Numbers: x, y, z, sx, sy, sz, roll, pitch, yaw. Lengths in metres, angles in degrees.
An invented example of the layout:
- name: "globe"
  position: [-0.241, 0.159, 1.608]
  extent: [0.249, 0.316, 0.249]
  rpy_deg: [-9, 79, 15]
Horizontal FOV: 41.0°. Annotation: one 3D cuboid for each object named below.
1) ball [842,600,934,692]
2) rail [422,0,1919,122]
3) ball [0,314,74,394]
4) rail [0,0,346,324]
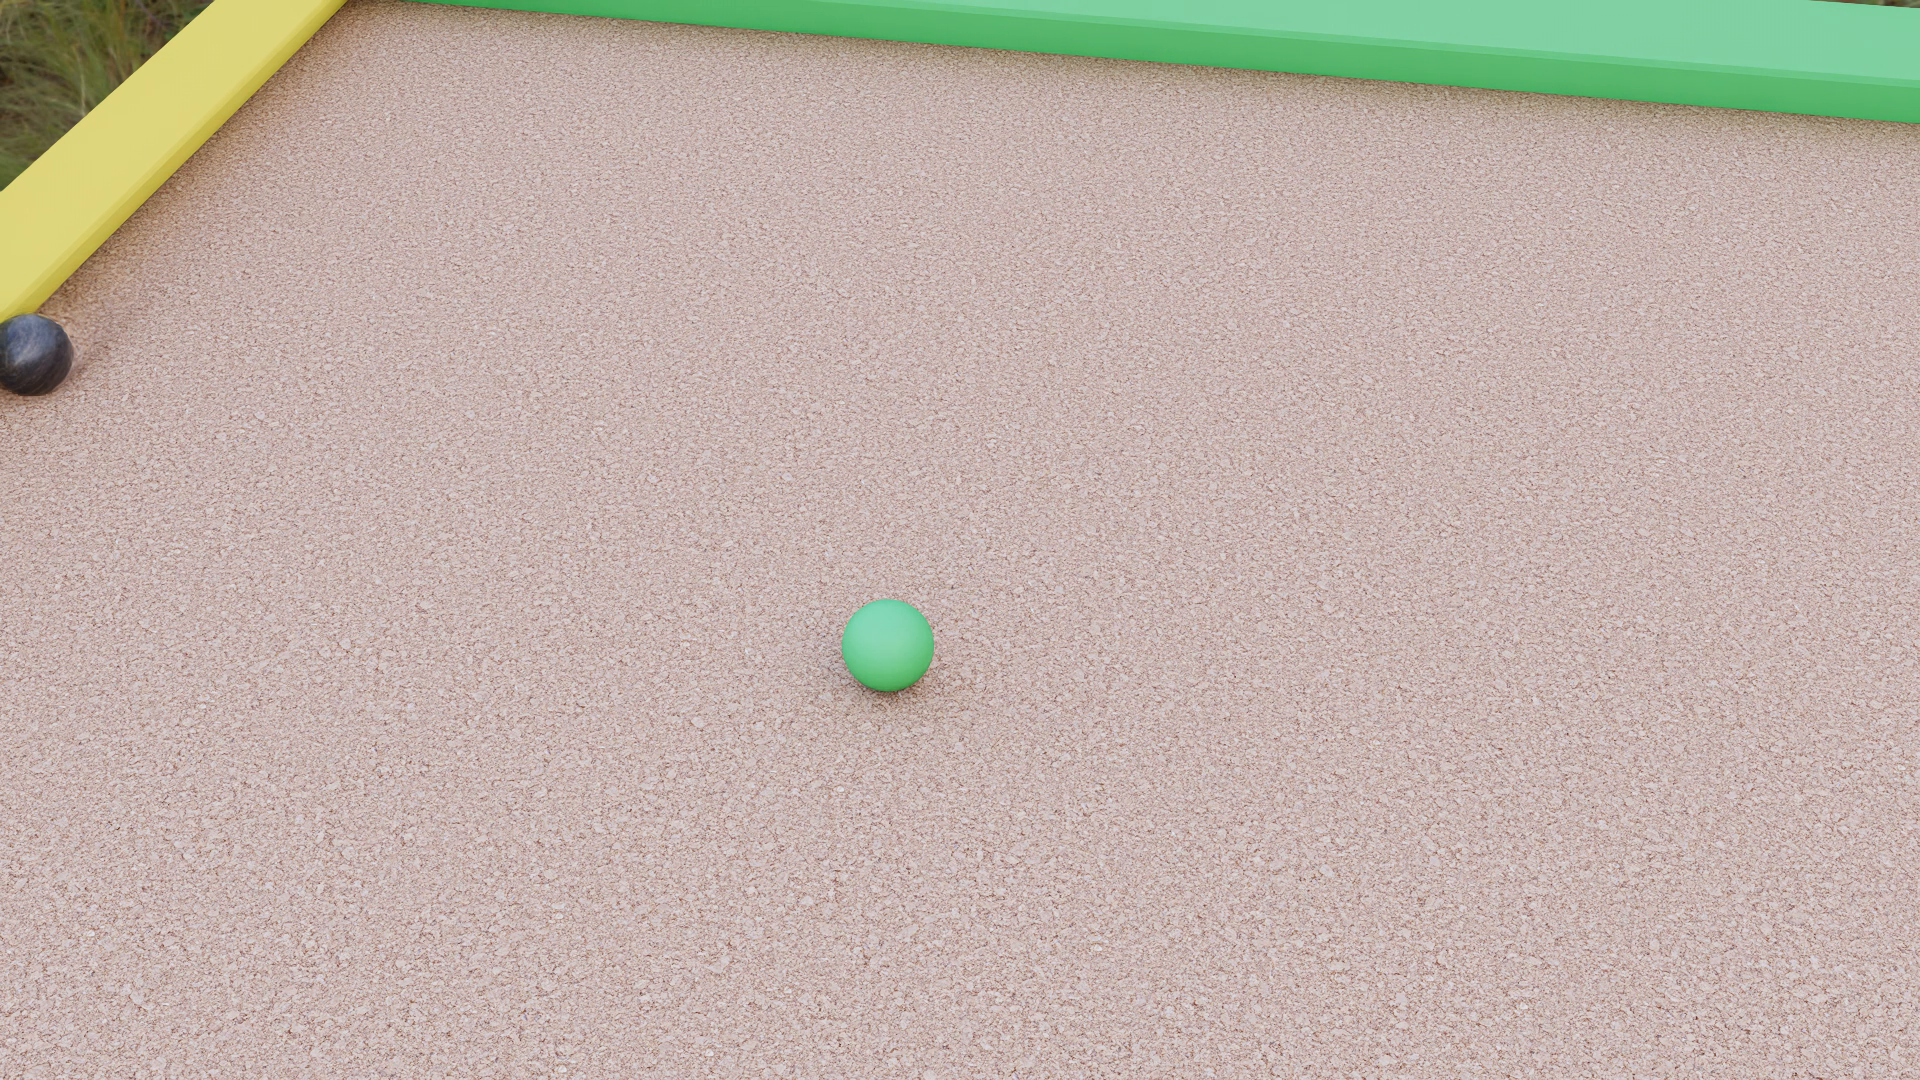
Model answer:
- name: "ball"
  position: [-0.051, 0.075, 1.825]
  extent: [0.066, 0.066, 0.066]
  rpy_deg: [0, 34, 0]
- name: "rail"
  position: [1.060, -0.452, 2.544]
  extent: [3.568, 0.120, 0.045]
  rpy_deg: [6, 35, 9]
- name: "ball"
  position: [-0.783, -0.157, 2.160]
  extent: [0.068, 0.068, 0.068]
  rpy_deg: [0, 34, 0]
- name: "rail"
  position: [-0.852, -0.121, 2.061]
  extent: [0.045, 0.120, 1.942]
  rpy_deg: [6, 35, 9]
